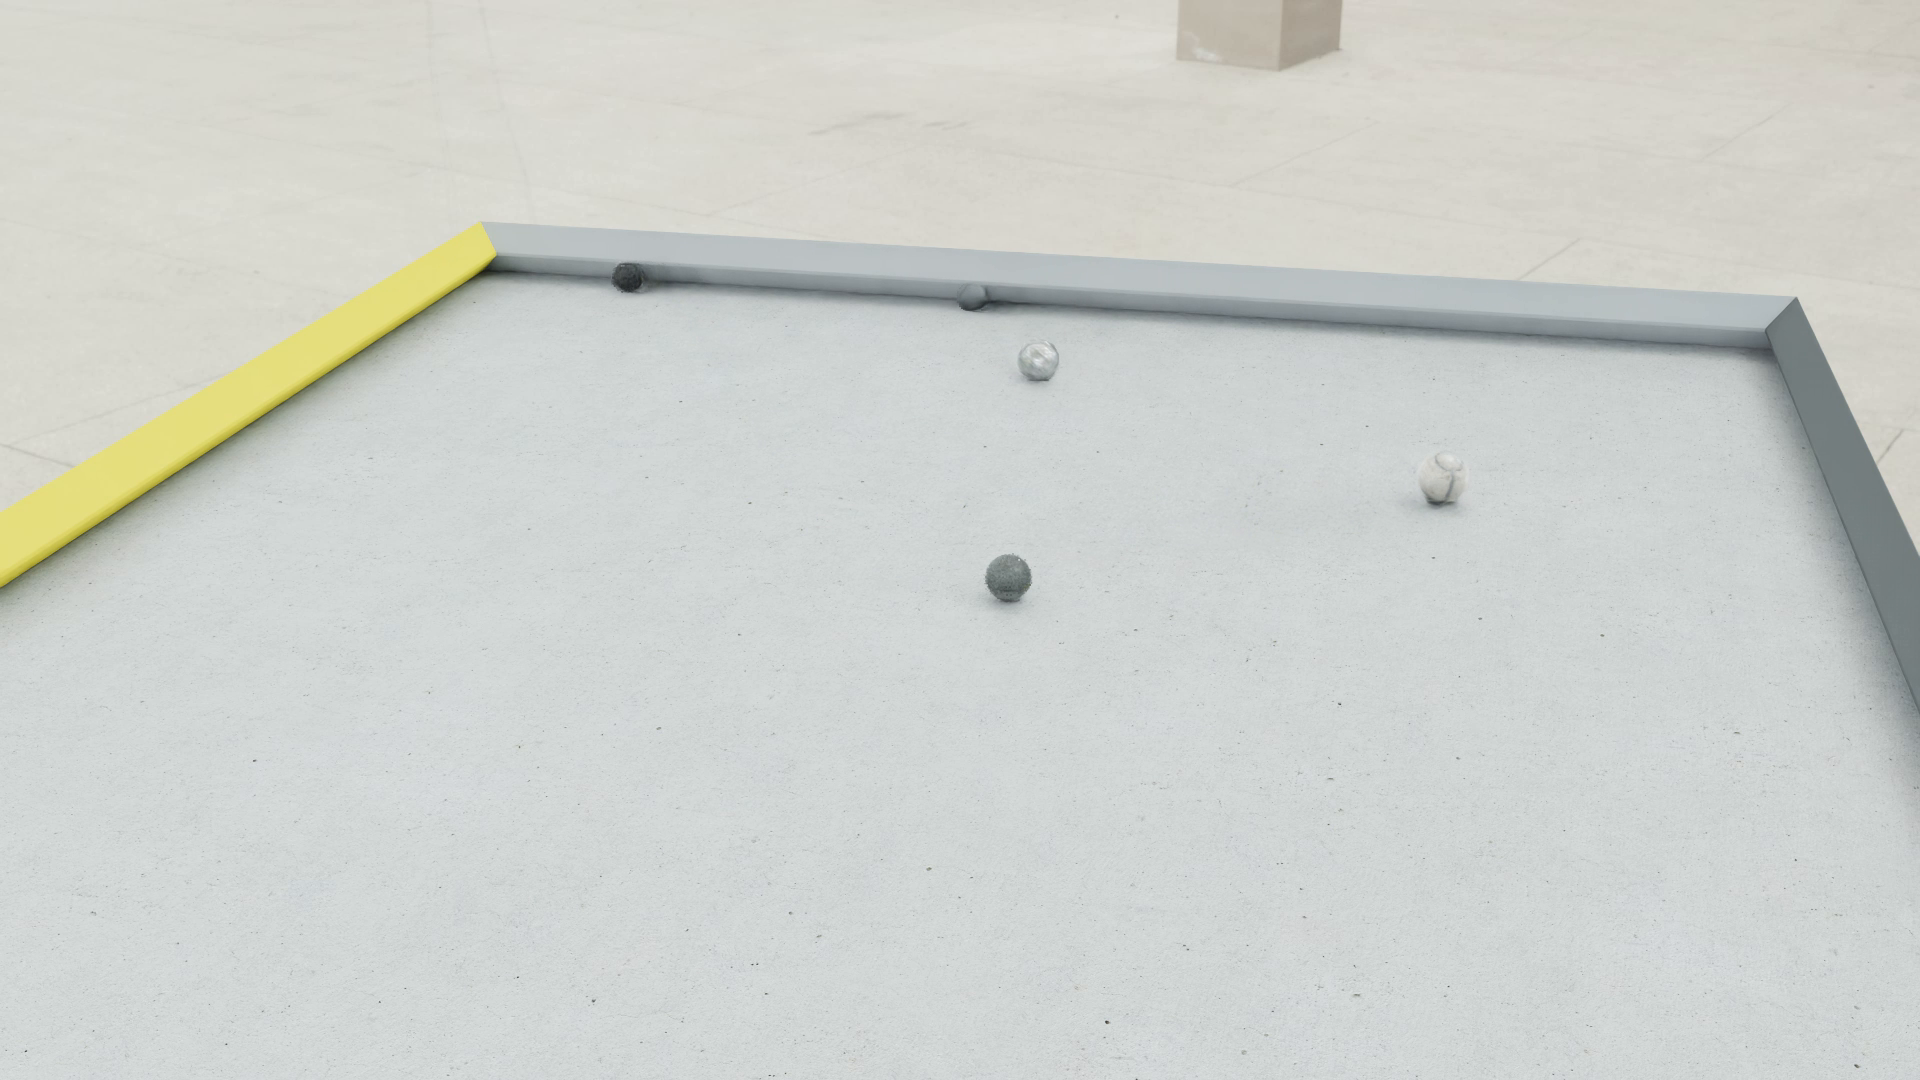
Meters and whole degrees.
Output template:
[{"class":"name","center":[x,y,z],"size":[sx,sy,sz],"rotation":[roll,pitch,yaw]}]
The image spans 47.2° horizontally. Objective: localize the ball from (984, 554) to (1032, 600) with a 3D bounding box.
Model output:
[{"class":"ball","center":[0.054,0.042,2.439],"size":[0.052,0.052,0.052],"rotation":[0,23,0]}]

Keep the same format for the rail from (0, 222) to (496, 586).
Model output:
[{"class":"rail","center":[-1.216,0.295,1.796],"size":[0.045,0.081,4.156],"rotation":[5,23,11]}]

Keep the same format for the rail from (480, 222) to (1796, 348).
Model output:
[{"class":"rail","center":[0.215,-0.399,3.449],"size":[2.085,0.081,0.045],"rotation":[5,23,11]}]

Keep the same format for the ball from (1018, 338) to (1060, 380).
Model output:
[{"class":"ball","center":[0.112,-0.258,3.142],"size":[0.060,0.060,0.060],"rotation":[0,23,0]}]

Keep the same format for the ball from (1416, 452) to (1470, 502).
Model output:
[{"class":"ball","center":[0.595,-0.077,2.708],"size":[0.063,0.063,0.063],"rotation":[0,23,0]}]

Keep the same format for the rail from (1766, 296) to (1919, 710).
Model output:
[{"class":"rail","center":[0.776,0.462,1.398],"size":[0.045,0.081,4.156],"rotation":[5,23,11]}]

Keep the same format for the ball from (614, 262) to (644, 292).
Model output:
[{"class":"ball","center":[-0.537,-0.425,3.557],"size":[0.048,0.048,0.048],"rotation":[0,23,0]}]

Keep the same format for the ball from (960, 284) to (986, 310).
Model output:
[{"class":"ball","center":[0.021,-0.382,3.463],"size":[0.042,0.042,0.042],"rotation":[0,23,0]}]
